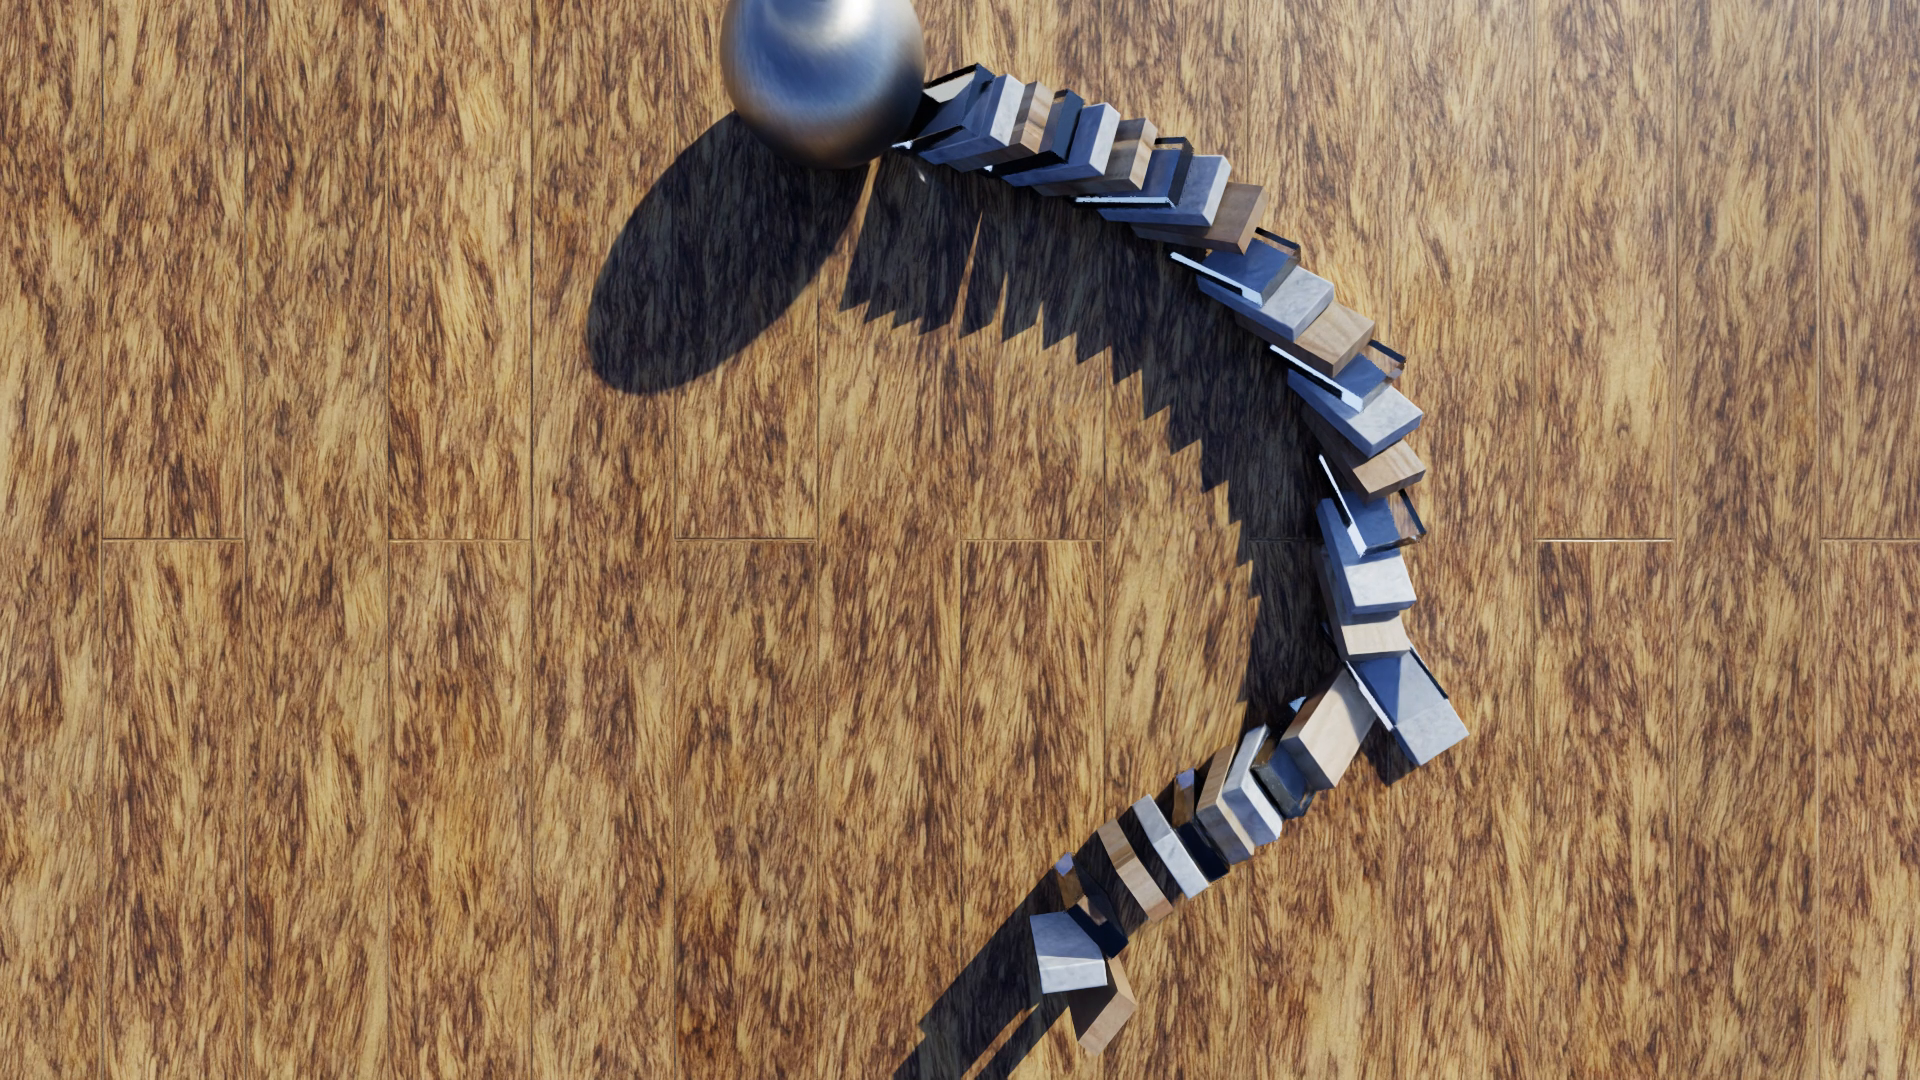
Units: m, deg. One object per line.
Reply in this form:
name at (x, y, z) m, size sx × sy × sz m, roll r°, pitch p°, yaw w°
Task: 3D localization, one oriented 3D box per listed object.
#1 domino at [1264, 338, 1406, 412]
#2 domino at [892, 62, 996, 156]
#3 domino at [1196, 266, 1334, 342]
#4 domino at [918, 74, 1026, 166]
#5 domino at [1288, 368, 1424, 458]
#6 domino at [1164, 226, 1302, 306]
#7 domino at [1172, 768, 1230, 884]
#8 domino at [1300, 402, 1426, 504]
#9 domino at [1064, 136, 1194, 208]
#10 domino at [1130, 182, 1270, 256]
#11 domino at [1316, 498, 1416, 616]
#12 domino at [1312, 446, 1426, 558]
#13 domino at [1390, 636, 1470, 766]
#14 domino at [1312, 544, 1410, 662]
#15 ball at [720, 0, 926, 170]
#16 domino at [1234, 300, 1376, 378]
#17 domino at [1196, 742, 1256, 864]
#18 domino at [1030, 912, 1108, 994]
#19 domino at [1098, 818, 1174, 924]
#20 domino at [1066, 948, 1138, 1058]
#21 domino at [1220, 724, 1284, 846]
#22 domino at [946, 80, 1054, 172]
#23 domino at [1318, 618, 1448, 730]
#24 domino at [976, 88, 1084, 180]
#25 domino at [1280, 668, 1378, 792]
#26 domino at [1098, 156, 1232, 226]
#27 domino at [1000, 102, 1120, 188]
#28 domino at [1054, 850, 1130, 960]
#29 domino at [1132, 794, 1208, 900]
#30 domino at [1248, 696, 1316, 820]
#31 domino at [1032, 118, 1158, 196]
domino at (0.155, -0.077, 0.382) m, size 0.025 × 0.010 × 0.050 m, roll -43°, pitch 58°, yaw -5°
domino at (-0.008, -0.176, 0.378) m, size 0.009 × 0.050 × 0.025 m, roll 16°, pitch 90°, yaw -38°
domino at (0.127, -0.106, 0.383) m, size 0.025 × 0.009 × 0.050 m, roll -47°, pitch 59°, yaw -1°
domino at (0.004, -0.172, 0.377) m, size 0.010 × 0.050 × 0.025 m, roll 16°, pitch 91°, yaw -38°
domino at (0.163, -0.059, 0.382) m, size 0.025 × 0.009 × 0.050 m, roll -32°, pitch 57°, yaw -3°
domino at (0.113, -0.120, 0.383) m, size 0.050 × 0.009 × 0.025 m, roll 39°, pitch 90°, yaw 31°
domino at (0.098, 0.115, 0.375) m, size 0.010 × 0.050 × 0.025 m, roll -34°, pitch 90°, yaw 17°
domino at (0.168, -0.041, 0.384) m, size 0.025 × 0.010 × 0.050 m, roll -23°, pitch 60°, yaw 0°
domino at (0.069, -0.152, 0.381) m, size 0.050 × 0.010 × 0.025 m, roll 17°, pitch 90°, yaw 38°
domino at (0.099, -0.136, 0.382) m, size 0.050 × 0.010 × 0.025 m, roll 24°, pitch 90°, yaw 35°
domino at (0.169, 0.005, 0.383) m, size 0.025 × 0.010 × 0.050 m, roll -6°, pitch 63°, yaw 0°
domino at (0.171, -0.020, 0.384) m, size 0.025 × 0.010 × 0.050 m, roll -14°, pitch 63°, yaw 0°
domino at (0.193, 0.069, 0.395) m, size 0.025 × 0.010 × 0.050 m, roll -33°, pitch 90°, yaw 0°
domino at (0.168, 0.025, 0.385) m, size 0.025 × 0.009 × 0.050 m, roll -5°, pitch 64°, yaw 0°
ball at (-0.053, -0.188, 0.360) m, size 0.080 × 0.080 × 0.080 m, roll 0°, pitch 90°, yaw 0°
domino at (0.143, -0.091, 0.382) m, size 0.025 × 0.010 × 0.050 m, roll -45°, pitch 59°, yaw -5°
domino at (0.112, 0.107, 0.376) m, size 0.010 × 0.050 × 0.025 m, roll -35°, pitch 90°, yaw 30°
domino at (0.043, 0.167, 0.375) m, size 0.025 × 0.050 × 0.010 m, roll -7°, pitch 90°, yaw 0°
domino at (0.071, 0.134, 0.375) m, size 0.009 × 0.050 × 0.025 m, roll -35°, pitch 90°, yaw 0°
domino at (0.056, 0.185, 0.375) m, size 0.009 × 0.050 × 0.025 m, roll 39°, pitch 90°, yaw 0°
domino at (0.124, 0.099, 0.377) m, size 0.009 × 0.050 × 0.025 m, roll -35°, pitch 90°, yaw 35°
domino at (0.015, -0.169, 0.377) m, size 0.009 × 0.050 × 0.025 m, roll 16°, pitch 90°, yaw -38°
domino at (0.177, 0.051, 0.385) m, size 0.025 × 0.009 × 0.050 m, roll -29°, pitch 65°, yaw 2°
domino at (0.027, -0.166, 0.377) m, size 0.009 × 0.050 × 0.025 m, roll 16°, pitch 90°, yaw -38°
domino at (0.154, 0.078, 0.380) m, size 0.050 × 0.009 × 0.025 m, roll -36°, pitch 90°, yaw -39°
domino at (0.084, -0.146, 0.381) m, size 0.050 × 0.009 × 0.025 m, roll 19°, pitch 90°, yaw 38°
domino at (0.041, -0.162, 0.379) m, size 0.009 × 0.050 × 0.025 m, roll 16°, pitch 90°, yaw -43°
domino at (0.053, 0.148, 0.375) m, size 0.010 × 0.050 × 0.025 m, roll -43°, pitch 90°, yaw 0°
domino at (0.085, 0.124, 0.375) m, size 0.009 × 0.050 × 0.025 m, roll -34°, pitch 90°, yaw 2°
domino at (0.139, 0.089, 0.379) m, size 0.025 × 0.050 × 0.009 m, roll 54°, pitch 135°, yaw 0°
domino at (0.055, -0.158, 0.380) m, size 0.050 × 0.010 × 0.025 m, roll 15°, pitch 90°, yaw 42°
